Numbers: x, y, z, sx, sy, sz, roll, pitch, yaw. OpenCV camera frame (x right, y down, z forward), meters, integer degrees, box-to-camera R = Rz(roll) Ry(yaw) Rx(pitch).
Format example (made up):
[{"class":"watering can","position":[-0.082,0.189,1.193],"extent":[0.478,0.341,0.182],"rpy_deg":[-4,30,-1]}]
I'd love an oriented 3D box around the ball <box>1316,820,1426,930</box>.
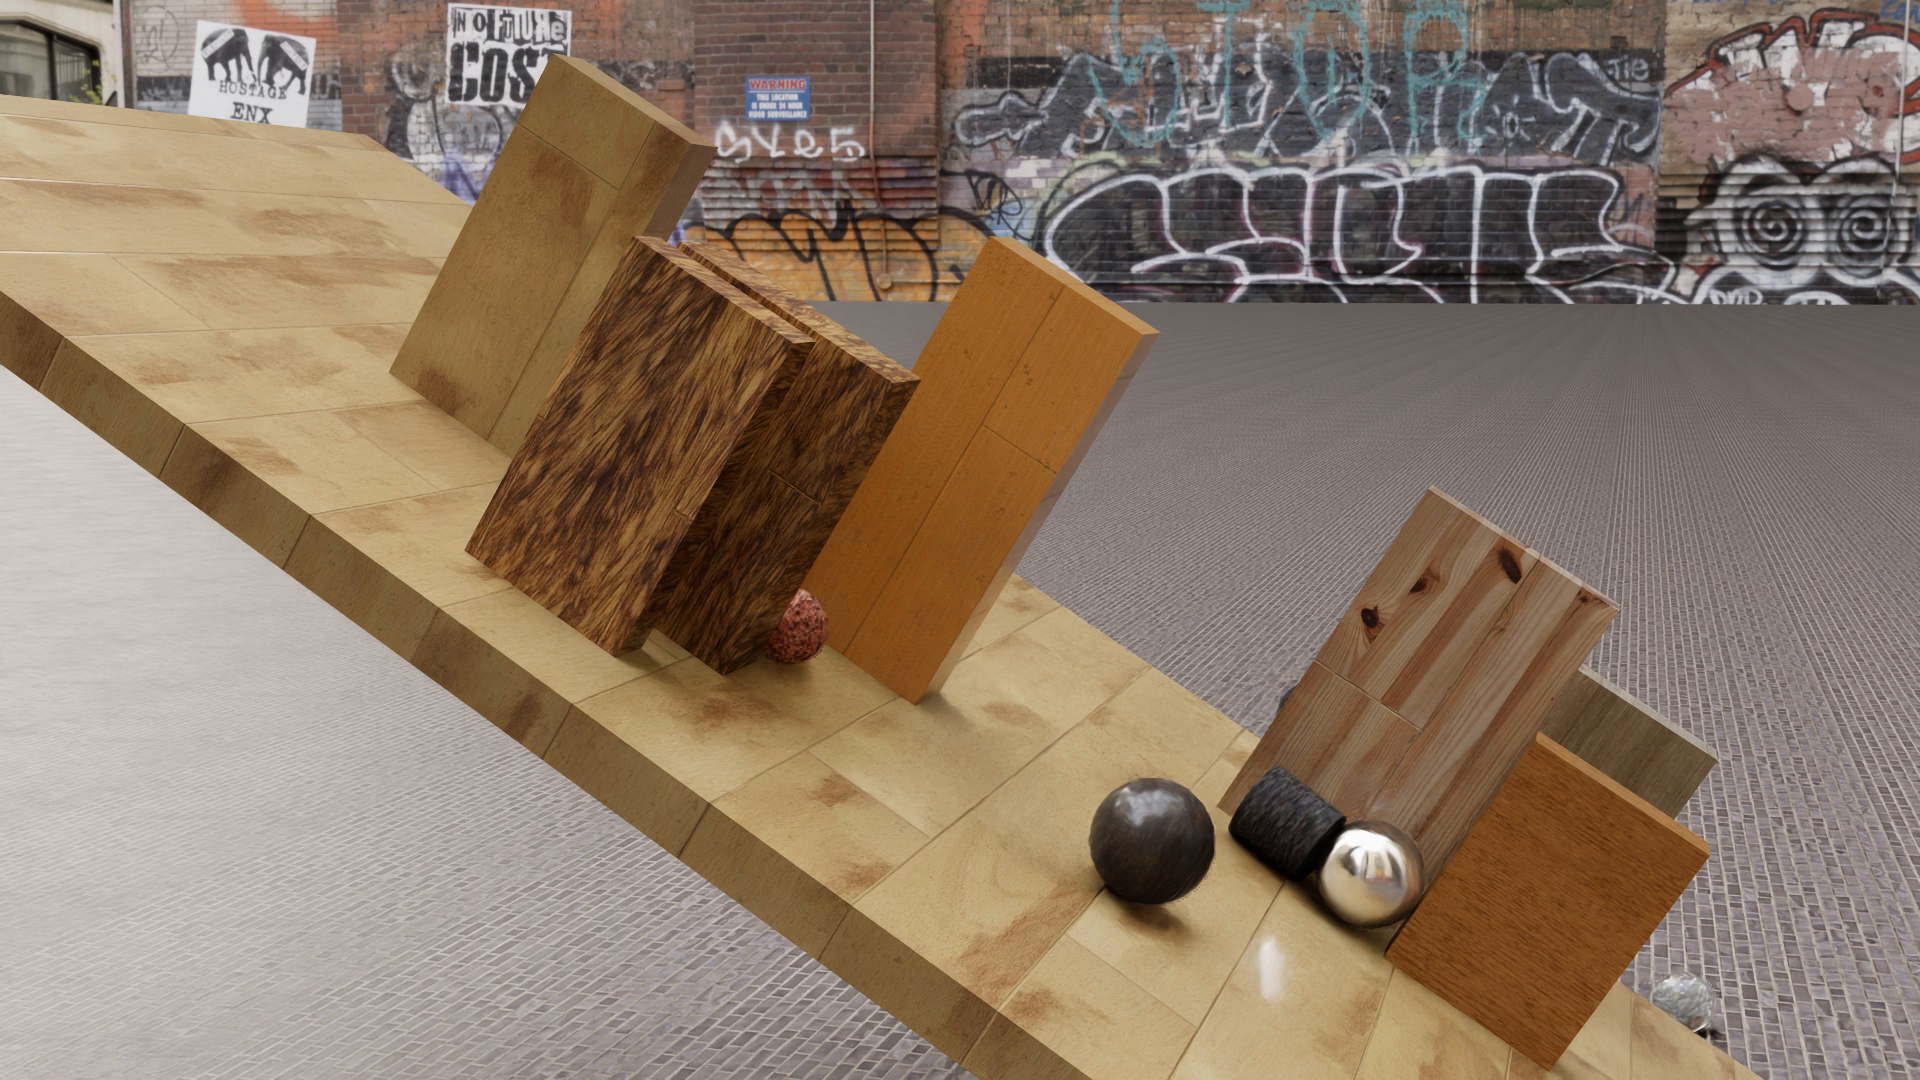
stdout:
[{"class":"ball","position":[0.771,0.627,4.130],"extent":[0.204,0.204,0.204],"rpy_deg":[0,7,0]}]

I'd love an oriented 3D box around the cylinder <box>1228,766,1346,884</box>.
[{"class":"cylinder","position":[0.626,0.545,4.210],"extent":[0.159,0.159,0.159],"rpy_deg":[37,23,22]}]

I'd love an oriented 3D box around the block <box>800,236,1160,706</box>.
[{"class":"block","position":[0.007,-0.122,3.933],"extent":[0.319,0.781,0.145],"rpy_deg":[34,15,11]}]

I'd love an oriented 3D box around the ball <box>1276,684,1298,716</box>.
[{"class":"ball","position":[0.763,0.386,4.727],"extent":[0.168,0.168,0.168],"rpy_deg":[0,7,0]}]

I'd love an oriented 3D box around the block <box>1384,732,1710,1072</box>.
[{"class":"block","position":[1.070,0.662,4.032],"extent":[0.357,0.500,0.096],"rpy_deg":[34,15,11]}]

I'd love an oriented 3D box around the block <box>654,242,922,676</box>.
[{"class":"block","position":[-0.396,-0.136,3.612],"extent":[0.422,0.564,0.142],"rpy_deg":[34,15,11]}]

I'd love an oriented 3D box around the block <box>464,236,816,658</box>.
[{"class":"block","position":[-0.500,-0.143,3.410],"extent":[0.303,0.575,0.095],"rpy_deg":[34,15,11]}]

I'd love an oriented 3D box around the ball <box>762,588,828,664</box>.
[{"class":"ball","position":[-0.290,0.146,3.757],"extent":[0.130,0.130,0.130],"rpy_deg":[0,7,0]}]

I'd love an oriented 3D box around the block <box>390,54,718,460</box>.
[{"class":"block","position":[-0.734,-0.500,3.946],"extent":[0.306,0.658,0.117],"rpy_deg":[34,15,11]}]

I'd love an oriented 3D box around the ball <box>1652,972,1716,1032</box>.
[{"class":"ball","position":[1.768,1.130,5.377],"extent":[0.147,0.147,0.147],"rpy_deg":[0,7,0]}]

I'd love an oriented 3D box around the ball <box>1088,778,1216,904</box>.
[{"class":"ball","position":[0.319,0.499,3.652],"extent":[0.209,0.209,0.209],"rpy_deg":[0,7,0]}]

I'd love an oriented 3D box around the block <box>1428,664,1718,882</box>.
[{"class":"block","position":[1.231,0.548,4.615],"extent":[0.443,0.554,0.104],"rpy_deg":[34,15,11]}]

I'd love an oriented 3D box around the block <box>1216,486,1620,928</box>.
[{"class":"block","position":[0.876,0.324,4.250],"extent":[0.415,0.754,0.084],"rpy_deg":[34,15,11]}]

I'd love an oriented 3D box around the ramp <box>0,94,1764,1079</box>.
[{"class":"ramp","position":[-0.155,0.257,4.113],"extent":[4.000,0.100,2.000],"rpy_deg":[34,15,11]}]
